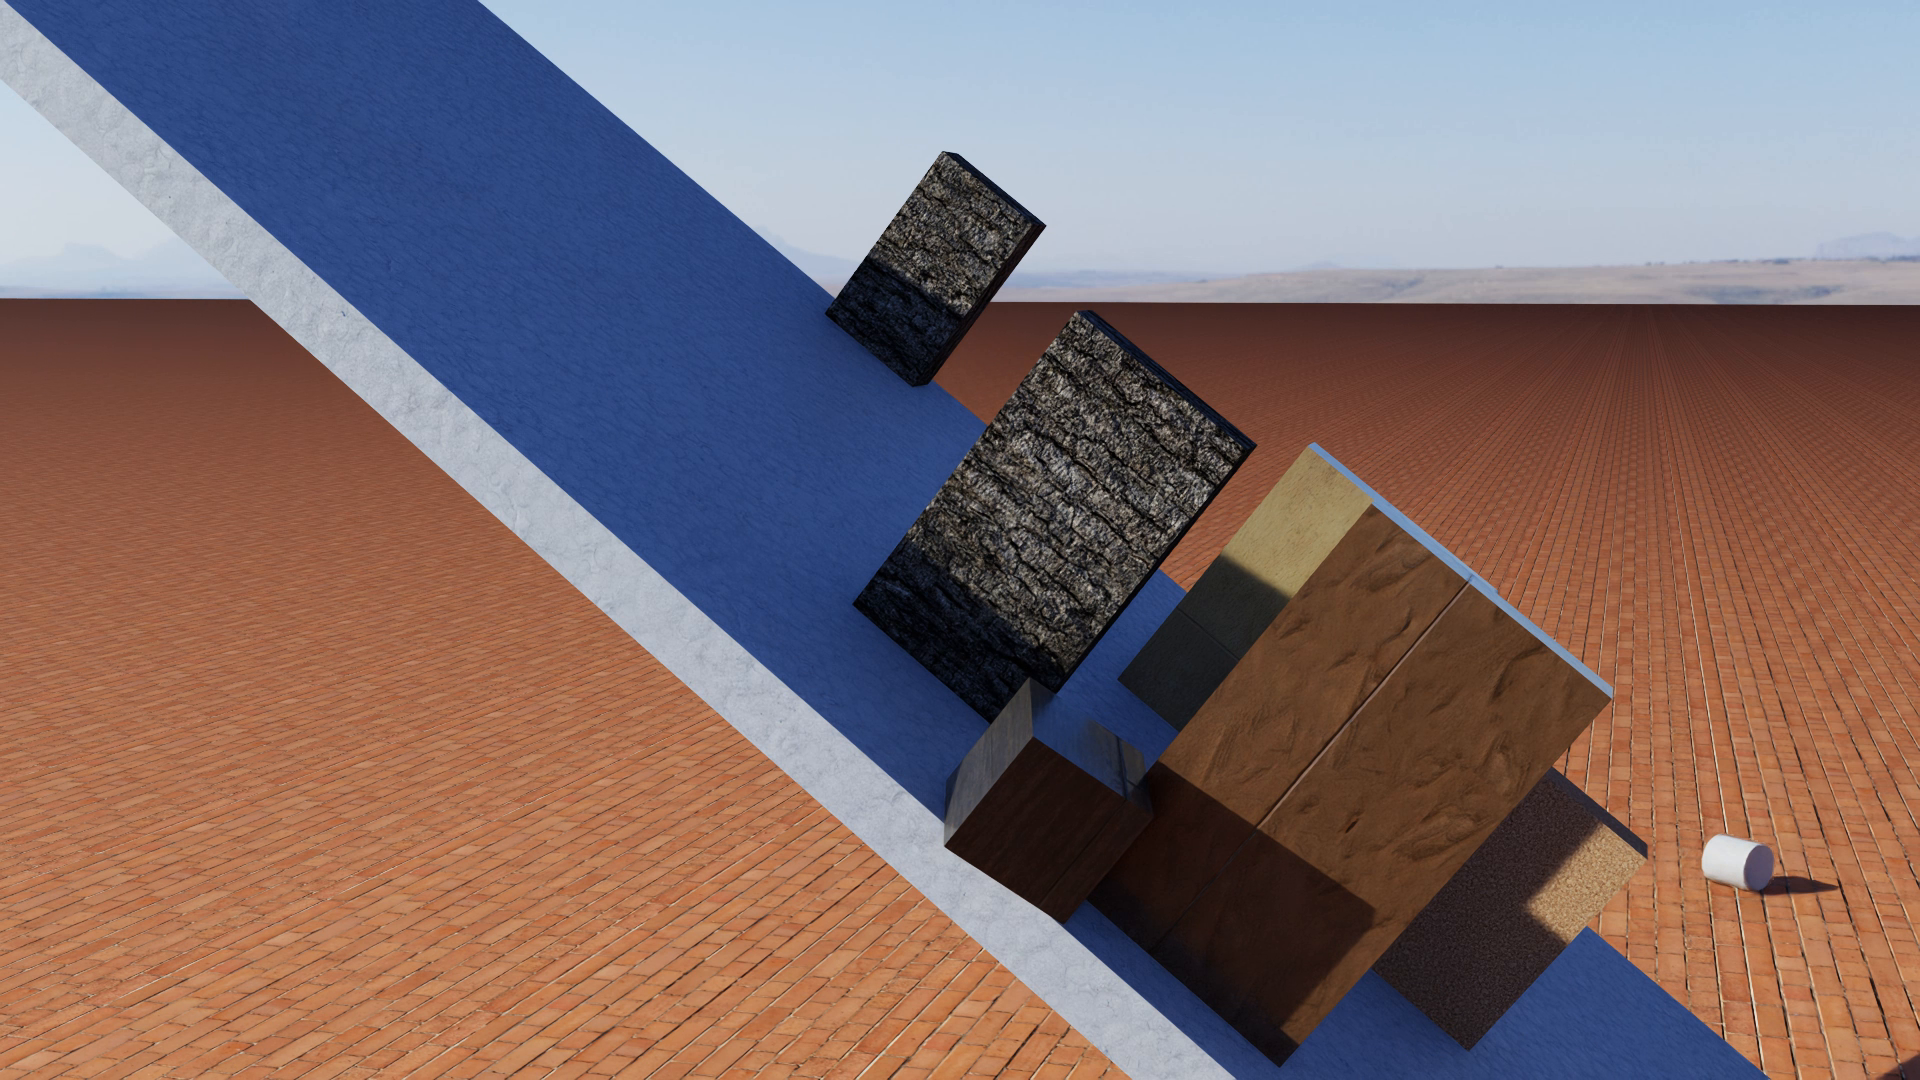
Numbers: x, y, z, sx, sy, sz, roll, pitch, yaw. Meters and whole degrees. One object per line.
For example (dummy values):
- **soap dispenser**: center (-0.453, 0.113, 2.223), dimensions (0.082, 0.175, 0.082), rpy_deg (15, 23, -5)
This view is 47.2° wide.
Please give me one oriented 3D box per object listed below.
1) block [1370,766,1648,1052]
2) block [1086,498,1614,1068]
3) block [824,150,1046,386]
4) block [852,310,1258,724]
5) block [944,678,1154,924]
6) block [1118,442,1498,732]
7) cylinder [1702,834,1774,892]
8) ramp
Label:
- **block**: center (0.815, 0.530, 3.648), dimensions (0.443, 0.438, 0.101), rpy_deg (40, 16, 9)
- **block**: center (0.511, 0.340, 3.052), dimensions (0.404, 0.696, 0.082), rpy_deg (40, 16, 9)
- **block**: center (-0.055, -0.602, 4.902), dimensions (0.262, 0.452, 0.117), rpy_deg (40, 16, 9)
- **block**: center (0.144, -0.022, 3.454), dimensions (0.335, 0.594, 0.104), rpy_deg (40, 16, 9)
- **block**: center (0.120, 0.360, 3.057), dimensions (0.202, 0.202, 0.202), rpy_deg (35, 16, -11)
- **block**: center (0.629, 0.176, 4.010), dimensions (0.425, 0.560, 0.091), rpy_deg (40, 16, 9)
- **cylinder**: center (2.352, 0.978, 6.652), dimensions (0.146, 0.146, 0.146), rpy_deg (-5, 8, -34)
- **ramp**: center (-0.030, 0.084, 4.054), dimensions (4.000, 0.100, 2.000), rpy_deg (40, 16, 9)
